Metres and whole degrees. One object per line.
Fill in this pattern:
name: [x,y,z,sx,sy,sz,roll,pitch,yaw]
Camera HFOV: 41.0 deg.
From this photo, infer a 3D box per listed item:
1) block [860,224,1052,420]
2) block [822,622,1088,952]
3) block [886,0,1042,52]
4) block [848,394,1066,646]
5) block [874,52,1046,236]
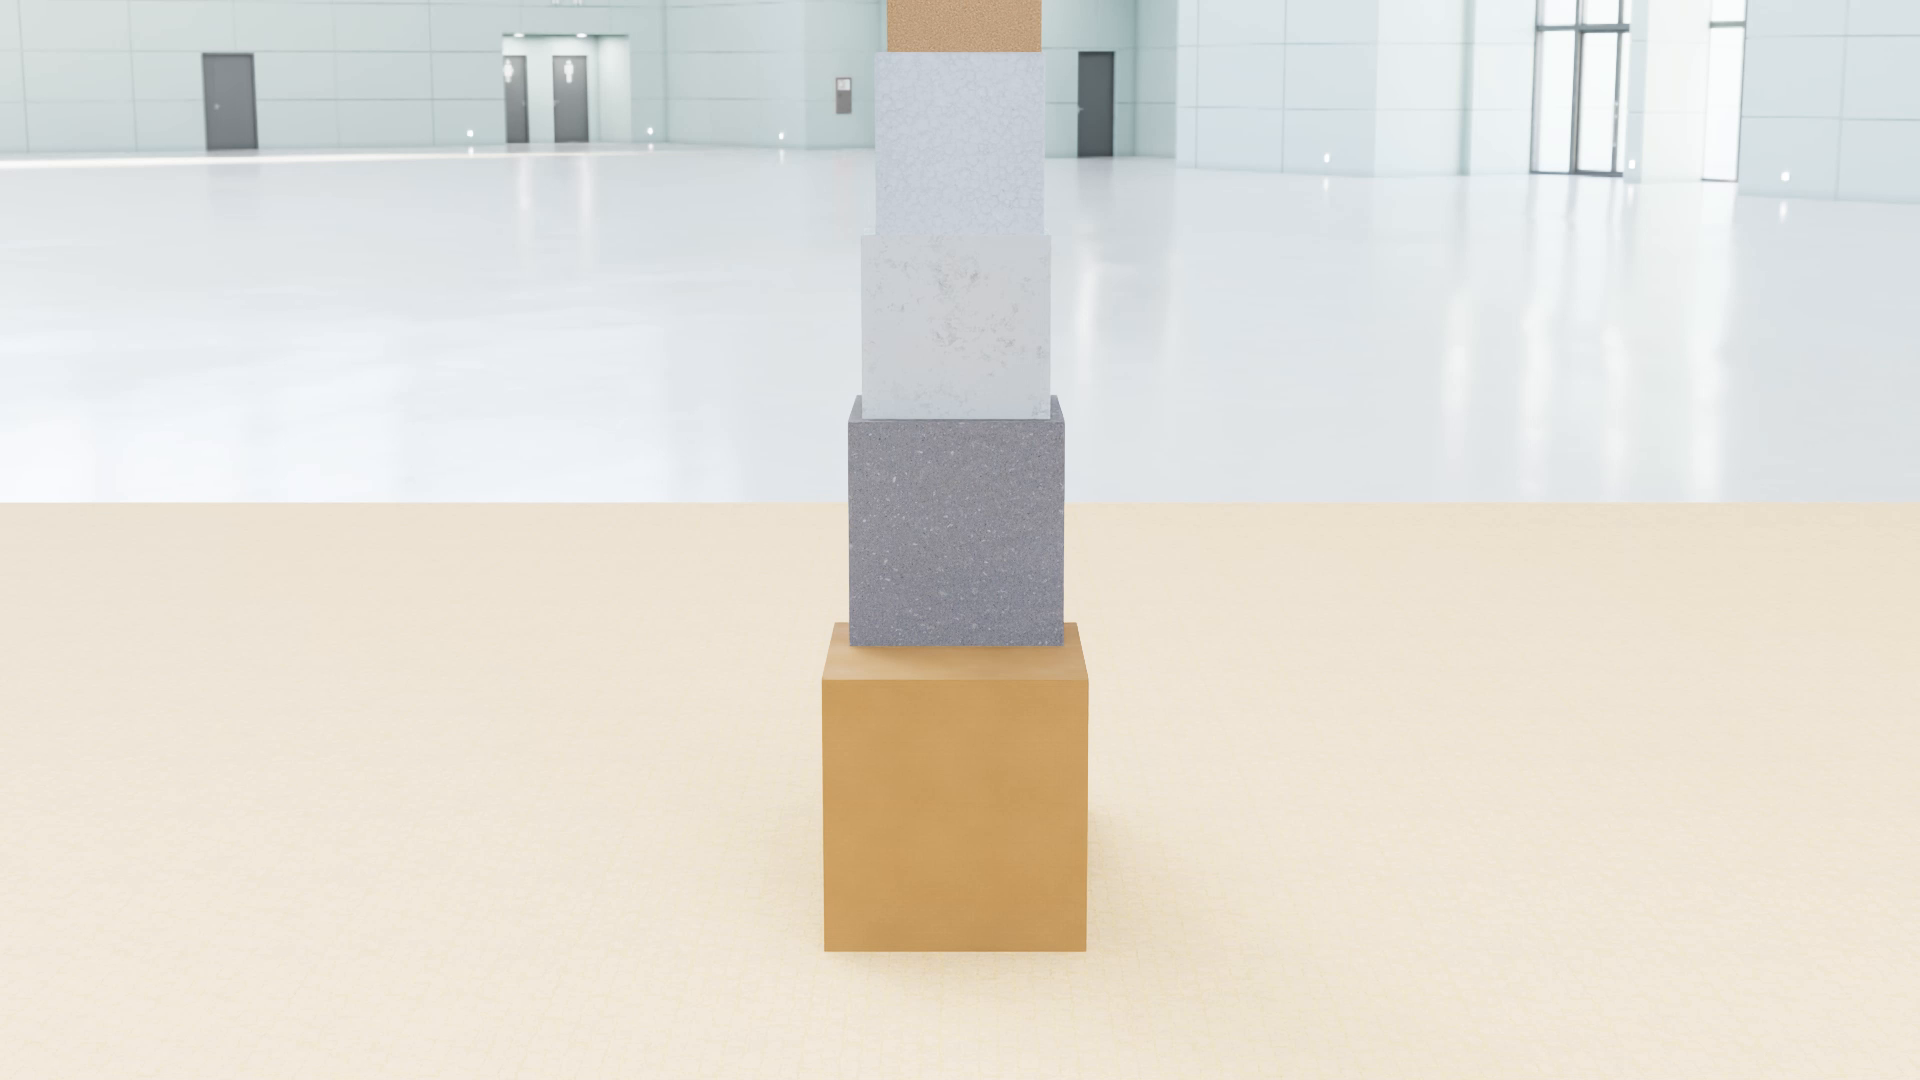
block: [-0.016,-0.947,11.008,0.786,0.764,0.729,0,10,0]
block: [-0.019,1.015,10.824,1.062,1.131,1.082,0,10,0]
block: [0.018,-2.387,10.746,0.631,0.680,0.646,0,10,0]
block: [-0.015,-0.104,11.161,0.900,0.949,0.933,0,10,0]
block: [0.000,-1.687,10.874,0.695,0.742,0.717,0,10,0]
